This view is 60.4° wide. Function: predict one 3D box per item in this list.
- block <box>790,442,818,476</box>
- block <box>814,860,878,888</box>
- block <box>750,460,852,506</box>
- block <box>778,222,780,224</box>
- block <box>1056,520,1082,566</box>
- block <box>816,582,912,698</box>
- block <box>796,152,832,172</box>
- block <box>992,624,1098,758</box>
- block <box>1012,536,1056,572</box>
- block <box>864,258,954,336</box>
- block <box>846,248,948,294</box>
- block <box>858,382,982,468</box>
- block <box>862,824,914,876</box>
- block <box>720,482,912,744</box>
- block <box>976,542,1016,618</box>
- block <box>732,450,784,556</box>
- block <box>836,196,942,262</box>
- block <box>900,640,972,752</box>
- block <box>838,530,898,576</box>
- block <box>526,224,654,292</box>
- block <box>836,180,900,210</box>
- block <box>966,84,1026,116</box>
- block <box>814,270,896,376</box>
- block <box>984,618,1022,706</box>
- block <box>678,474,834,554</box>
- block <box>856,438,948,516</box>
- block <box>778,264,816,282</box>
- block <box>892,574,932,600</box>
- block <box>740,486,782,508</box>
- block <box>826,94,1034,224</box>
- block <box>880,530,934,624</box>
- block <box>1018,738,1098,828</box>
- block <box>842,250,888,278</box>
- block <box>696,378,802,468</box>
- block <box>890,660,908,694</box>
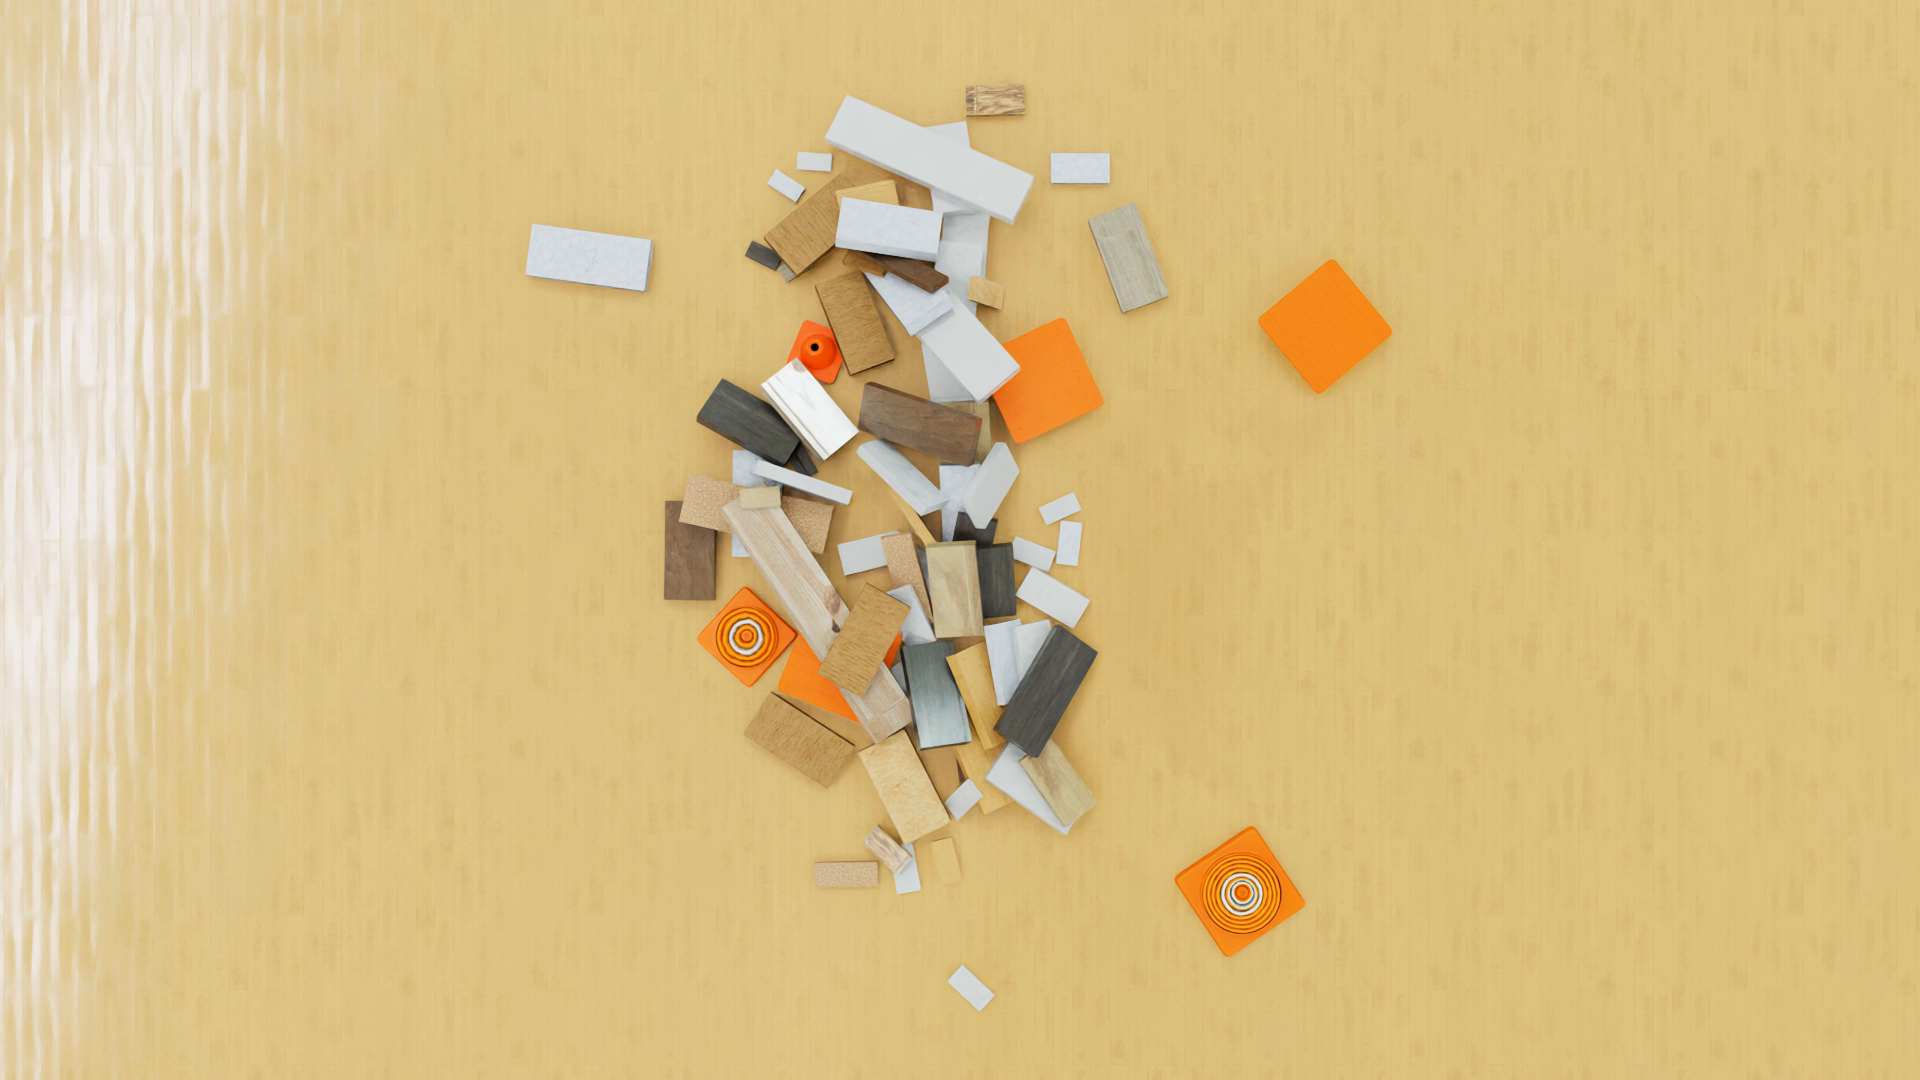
[{"bbox_3d":[-0.532,-0.266,5.491,0.064,0.018,0.128,-31,90,0],"label":"block"},{"bbox_3d":[-0.378,1.111,5.489,0.210,0.023,0.080,-1,90,0],"label":"block"},{"bbox_3d":[-0.521,-0.186,5.387,0.320,0.160,0.045,19,86,-12],"label":"block"},{"bbox_3d":[-0.577,-1.002,5.492,0.113,0.016,0.057,37,90,0],"label":"block"},{"bbox_3d":[0.363,0.011,5.490,0.072,0.020,0.144,7,90,0],"label":"block"},{"bbox_3d":[-0.311,0.325,5.361,0.167,0.047,0.333,29,92,-3],"label":"block"},{"bbox_3d":[-0.485,-1.259,5.492,0.113,0.016,0.057,4,90,0],"label":"block"},{"bbox_3d":[0.282,0.494,5.400,0.166,0.047,0.408,36,73,-13],"label":"block"},{"bbox_3d":[0.239,0.046,5.490,0.144,0.020,0.072,21,90,0],"label":"block"},{"bbox_3d":[-0.169,-0.818,5.370,0.170,0.048,0.339,-35,49,0],"label":"block"},{"bbox_3d":[-0.212,-0.905,5.369,0.406,0.023,0.080,32,55,30],"label":"block"},{"bbox_3d":[-0.134,-0.379,5.376,0.417,0.045,0.159,20,114,21],"label":"block"},{"bbox_3d":[-0.239,1.025,5.467,0.159,0.023,0.080,41,103,10],"label":"block"},{"bbox_3d":[-0.458,0.239,5.400,0.171,0.049,0.921,-33,94,0],"label":"block"},{"bbox_3d":[0.117,0.135,5.432,0.124,0.035,0.247,-6,111,-7],"label":"block"},{"bbox_3d":[-0.671,-0.120,5.477,0.164,0.047,0.352,0,90,0],"label":"block"},{"bbox_3d":[-0.230,-1.011,5.368,0.330,0.047,0.165,8,64,-4],"label":"block"},{"bbox_3d":[-0.081,0.508,5.402,0.171,0.049,0.343,-6,72,-17],"label":"block"},{"bbox_3d":[-0.294,0.042,5.485,0.208,0.029,0.104,-14,90,0],"label":"block"},{"bbox_3d":[-1.229,-0.934,5.476,0.396,0.048,0.170,8,90,0],"label":"block"},{"bbox_3d":[-0.305,-1.119,5.437,0.195,0.028,0.098,-13,87,-5],"label":"block"},{"bbox_3d":[0.117,-1.462,5.486,0.195,0.028,0.098,-1,90,0],"label":"block"},{"bbox_3d":[-0.348,-0.720,5.463,0.159,0.045,0.319,-21,90,-11],"label":"block"},{"bbox_3d":[0.162,0.402,5.443,0.132,0.037,0.264,-10,90,-40],"label":"block"},{"bbox_3d":[-0.668,-0.086,5.427,0.481,0.045,0.160,13,89,-3],"label":"block"},{"bbox_3d":[-0.188,-0.209,5.392,0.317,0.124,0.035,44,126,19],"label":"block"},{"bbox_3d":[-0.544,-0.908,5.492,0.113,0.016,0.057,-29,90,0],"label":"block"},{"bbox_3d":[-0.108,0.183,5.464,0.222,0.031,0.111,29,112,0],"label":"block"},{"bbox_3d":[-0.646,-0.138,5.341,0.128,0.018,0.064,-5,93,-2],"label":"block"},{"bbox_3d":[-0.100,-1.248,5.413,0.681,0.047,0.165,25,82,6],"label":"block"},{"bbox_3d":[-0.170,0.130,5.424,0.104,0.029,0.318,-10,107,14],"label":"block"},{"bbox_3d":[0.319,0.795,5.412,0.132,0.037,0.264,-35,91,-16],"label":"block"},{"bbox_3d":[-0.302,-0.924,5.444,0.160,0.023,0.080,21,68,24],"label":"block"},{"bbox_3d":[-0.684,-0.384,5.443,0.329,0.047,0.164,29,65,0],"label":"block"},{"bbox_3d":[-0.125,0.488,5.484,0.111,0.031,0.222,-37,90,0],"label":"block"}]
